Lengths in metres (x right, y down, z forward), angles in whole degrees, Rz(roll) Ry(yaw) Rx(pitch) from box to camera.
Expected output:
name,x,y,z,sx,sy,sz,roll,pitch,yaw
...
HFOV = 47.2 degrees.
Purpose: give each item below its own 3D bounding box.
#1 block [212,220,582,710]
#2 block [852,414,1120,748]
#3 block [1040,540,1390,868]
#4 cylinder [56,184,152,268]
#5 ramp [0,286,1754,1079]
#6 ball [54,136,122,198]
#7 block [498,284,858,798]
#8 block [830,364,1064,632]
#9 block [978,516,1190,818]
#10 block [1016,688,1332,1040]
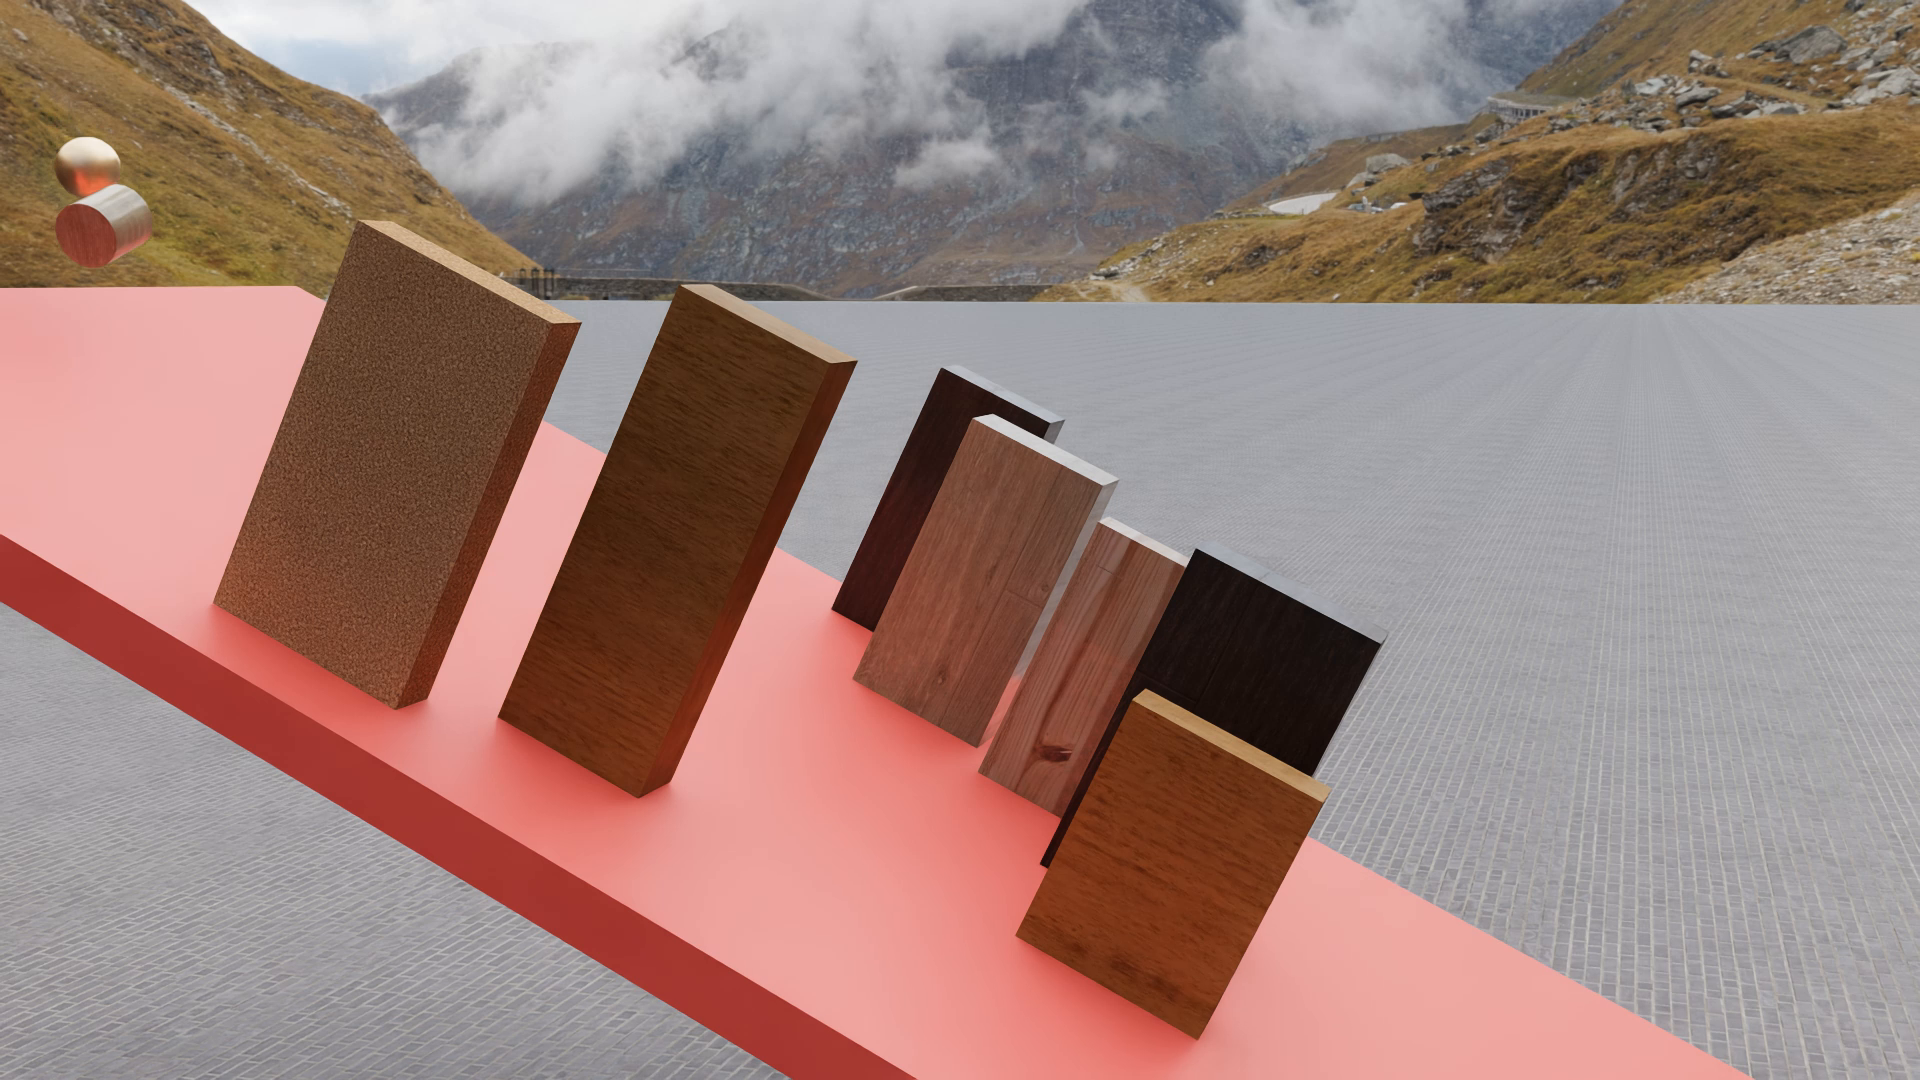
name,x,y,z,sx,sy,sz,roll,pitch,yaw
block,-0.896,-0.118,3.477,0.365,0.675,0.097,28,14,12
block,0.052,0.082,4.538,0.300,0.607,0.148,28,14,12
block,0.460,0.382,4.009,0.364,0.662,0.138,28,14,12
cylinder,-1.747,-0.641,4.491,0.135,0.135,0.135,2,26,13
ramp,-0.258,0.437,4.167,4.000,0.100,2.000,28,14,12
ball,-1.849,-0.789,4.662,0.131,0.131,0.131,0,7,0
block,-0.461,0.003,3.556,0.278,0.783,0.127,28,14,12
block,-0.028,-0.056,4.920,0.275,0.607,0.132,28,14,12
block,0.356,0.310,4.306,0.444,0.565,0.093,28,14,12
block,0.353,0.538,3.663,0.348,0.460,0.105,28,14,12
